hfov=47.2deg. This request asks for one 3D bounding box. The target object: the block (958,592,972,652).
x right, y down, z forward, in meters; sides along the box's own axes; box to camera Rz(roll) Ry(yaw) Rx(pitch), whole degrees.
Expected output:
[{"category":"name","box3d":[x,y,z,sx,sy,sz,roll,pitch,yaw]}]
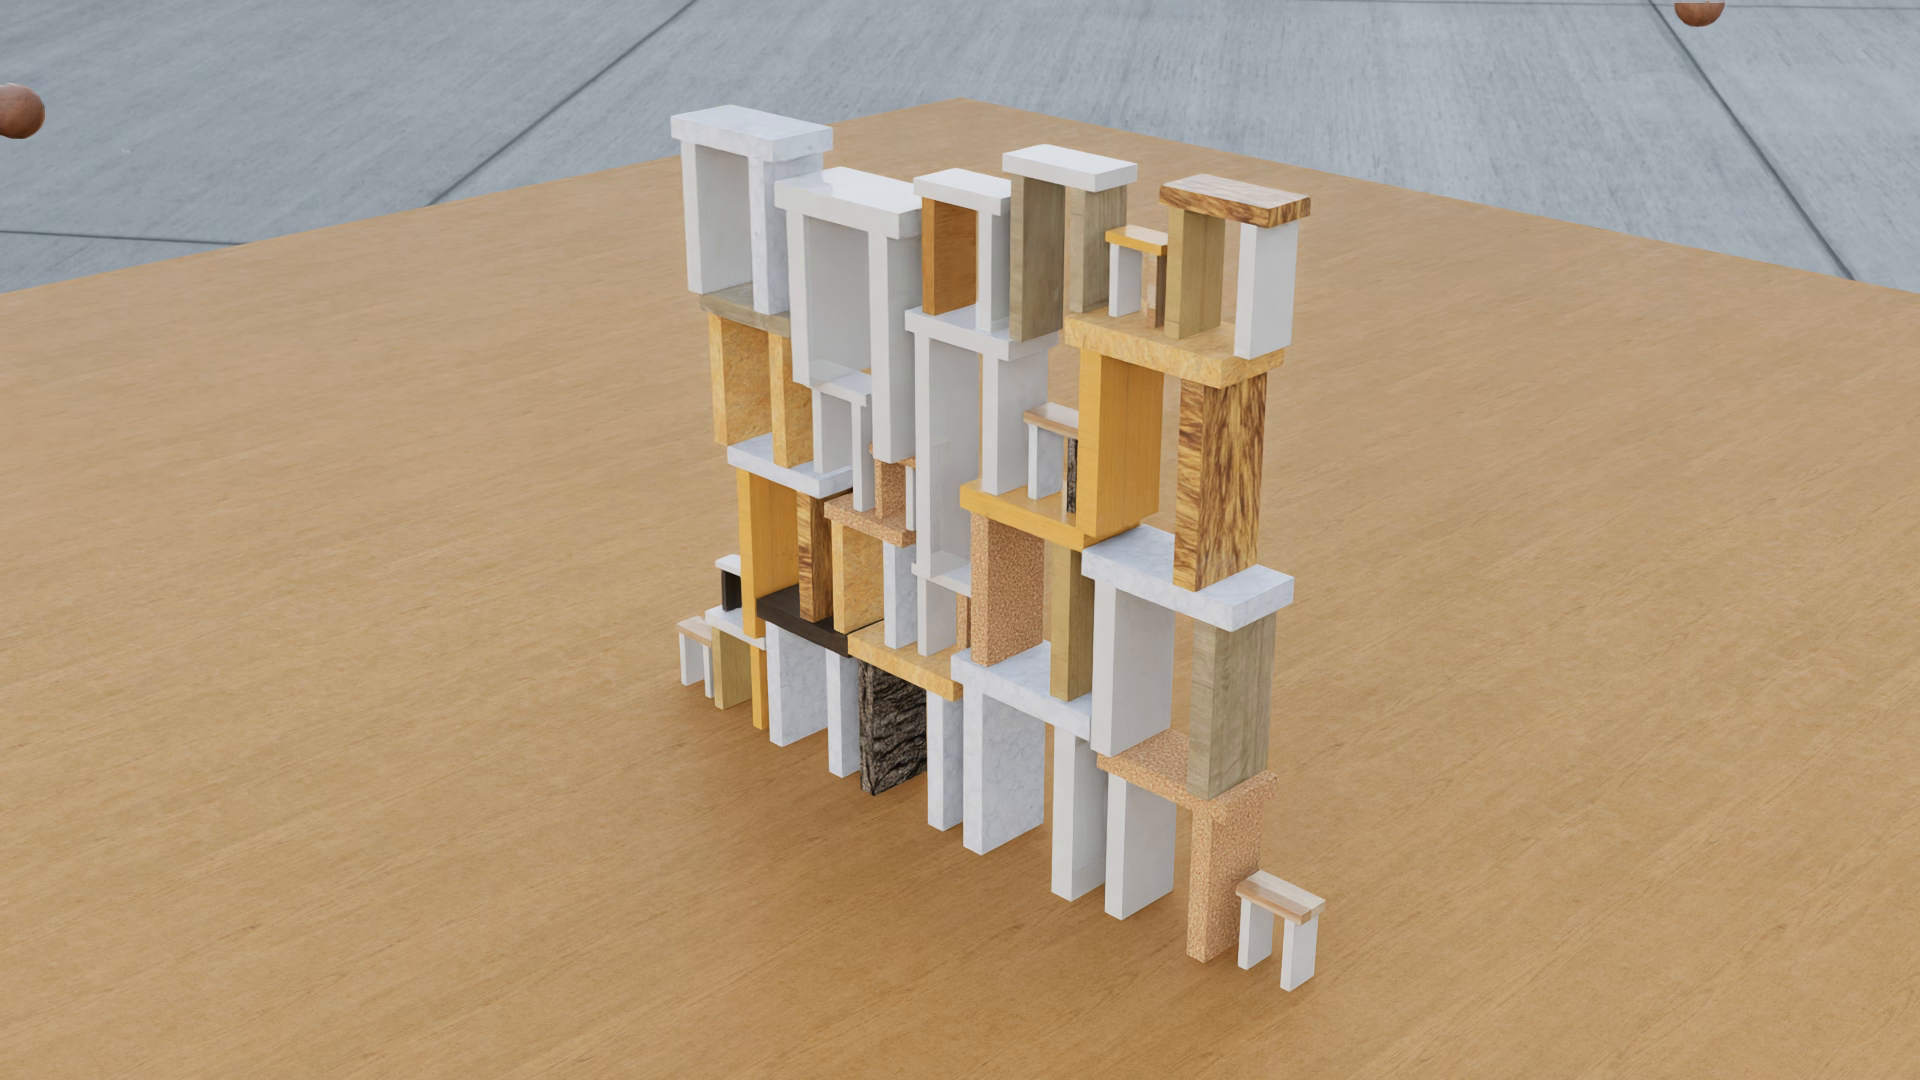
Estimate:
[{"category":"block","box3d":[0.034,0.170,4.267,0.024,0.168,0.084,21,31,41]}]

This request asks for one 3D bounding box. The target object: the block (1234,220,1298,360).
[{"category":"block","box3d":[0.491,-0.409,3.524,0.031,0.220,0.110,21,31,40]}]

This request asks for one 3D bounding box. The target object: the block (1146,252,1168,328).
[{"category":"block","box3d":[0.341,-0.423,3.676,0.018,0.126,0.063,21,31,40]}]

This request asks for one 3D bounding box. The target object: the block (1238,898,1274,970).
[{"category":"block","box3d":[0.532,0.693,3.945,0.020,0.143,0.072,21,31,41]}]

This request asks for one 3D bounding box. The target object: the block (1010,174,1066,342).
[{"category":"block","box3d":[0.136,-0.504,3.862,0.030,0.297,0.107,21,31,40]}]

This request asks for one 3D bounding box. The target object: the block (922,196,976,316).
[{"category":"block","box3d":[-0.020,-0.529,4.022,0.031,0.217,0.108,21,31,40]}]

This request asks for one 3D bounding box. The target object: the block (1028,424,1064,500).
[{"category":"block","box3d":[0.156,-0.150,3.997,0.020,0.142,0.071,21,31,41]}]

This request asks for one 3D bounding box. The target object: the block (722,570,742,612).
[{"category":"block","box3d":[-0.495,0.101,4.809,0.053,0.105,0.015,-19,30,-37]}]

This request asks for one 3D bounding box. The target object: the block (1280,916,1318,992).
[{"category":"block","box3d":[0.600,0.719,3.883,0.020,0.143,0.072,21,31,41]}]

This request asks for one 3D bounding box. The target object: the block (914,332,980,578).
[{"category":"block","box3d":[-0.024,-0.172,4.175,0.037,0.485,0.132,21,31,41]}]

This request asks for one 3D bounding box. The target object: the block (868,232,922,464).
[{"category":"block","box3d":[-0.089,-0.379,4.163,0.049,0.443,0.172,21,31,41]}]

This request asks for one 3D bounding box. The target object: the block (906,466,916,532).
[{"category":"block","box3d":[-0.075,-0.089,4.263,0.019,0.131,0.066,21,31,40]}]

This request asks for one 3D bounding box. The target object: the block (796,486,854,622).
[{"category":"block","box3d":[-0.266,0.015,4.526,0.040,0.283,0.141,21,31,41]}]

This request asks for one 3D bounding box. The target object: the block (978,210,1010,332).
[{"category":"block","box3d":[0.082,-0.489,3.928,0.031,0.217,0.108,21,31,41]}]

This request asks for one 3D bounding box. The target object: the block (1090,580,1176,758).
[{"category":"block","box3d":[0.314,0.208,3.971,0.048,0.337,0.168,21,31,41]}]

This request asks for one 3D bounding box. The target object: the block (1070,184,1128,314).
[{"category":"block","box3d":[0.236,-0.503,3.752,0.107,0.214,0.030,-21,31,-40]}]

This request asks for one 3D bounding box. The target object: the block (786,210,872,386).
[{"category":"block","box3d":[-0.252,-0.488,4.293,0.049,0.344,0.172,21,31,41]}]

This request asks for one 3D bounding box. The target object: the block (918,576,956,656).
[{"category":"block","box3d":[-0.045,0.139,4.340,0.024,0.168,0.084,21,31,41]}]

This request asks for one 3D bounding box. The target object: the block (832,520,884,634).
[{"category":"block","box3d":[-0.206,0.060,4.472,0.032,0.242,0.113,21,31,41]}]

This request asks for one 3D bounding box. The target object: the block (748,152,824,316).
[{"category":"block","box3d":[-0.338,-0.611,4.326,0.044,0.309,0.154,21,31,40]}]

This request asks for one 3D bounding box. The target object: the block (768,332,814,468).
[{"category":"block","box3d":[-0.316,-0.297,4.441,0.040,0.279,0.140,20,30,40]}]

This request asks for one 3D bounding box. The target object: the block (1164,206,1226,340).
[{"category":"block","box3d":[0.387,-0.449,3.619,0.031,0.220,0.110,21,31,40]}]

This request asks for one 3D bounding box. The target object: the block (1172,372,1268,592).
[{"category":"block","box3d":[0.437,-0.112,3.699,0.048,0.369,0.168,21,31,40]}]

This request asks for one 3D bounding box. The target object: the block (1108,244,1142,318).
[{"category":"block","box3d":[0.281,-0.446,3.731,0.018,0.126,0.063,21,31,41]}]

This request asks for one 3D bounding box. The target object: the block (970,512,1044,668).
[{"category":"block","box3d":[0.090,0.073,4.157,0.043,0.307,0.153,21,31,41]}]

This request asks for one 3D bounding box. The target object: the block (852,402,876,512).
[{"category":"block","box3d":[-0.171,-0.173,4.343,0.025,0.225,0.088,21,31,40]}]

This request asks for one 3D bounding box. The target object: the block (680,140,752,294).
[{"category":"block","box3d":[-0.484,-0.667,4.459,0.044,0.309,0.154,21,31,40]}]

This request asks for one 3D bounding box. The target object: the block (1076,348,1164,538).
[{"category":"block","box3d":[0.280,-0.188,3.838,0.048,0.337,0.168,22,31,40]}]

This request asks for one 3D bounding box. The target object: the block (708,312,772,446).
[{"category":"block","box3d":[-0.449,-0.347,4.560,0.040,0.279,0.140,20,30,40]}]

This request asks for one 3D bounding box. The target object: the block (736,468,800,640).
[{"category":"block","box3d":[-0.400,0.010,4.667,0.040,0.383,0.141,21,31,40]}]

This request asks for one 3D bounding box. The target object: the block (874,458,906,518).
[{"category":"block","box3d":[-0.136,-0.113,4.320,0.066,0.131,0.019,-21,31,-40]}]

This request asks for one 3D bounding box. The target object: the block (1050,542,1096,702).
[{"category":"block","box3d":[0.235,0.129,4.024,0.153,0.307,0.043,-21,31,-41]}]

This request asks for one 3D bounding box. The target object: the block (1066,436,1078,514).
[{"category":"block","box3d":[0.223,-0.124,3.936,0.020,0.142,0.071,21,31,40]}]

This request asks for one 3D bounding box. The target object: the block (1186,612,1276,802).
[{"category":"block","box3d":[0.473,0.270,3.825,0.048,0.337,0.168,21,31,41]}]

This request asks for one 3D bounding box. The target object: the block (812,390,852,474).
[{"category":"block","box3d":[-0.254,-0.228,4.411,0.025,0.176,0.088,21,31,40]}]

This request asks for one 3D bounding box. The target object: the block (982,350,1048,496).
[{"category":"block","box3d":[0.101,-0.225,4.017,0.037,0.264,0.132,21,31,41]}]

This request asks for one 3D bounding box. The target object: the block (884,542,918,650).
[{"category":"block","box3d":[-0.099,0.094,4.371,0.032,0.226,0.113,21,31,41]}]
